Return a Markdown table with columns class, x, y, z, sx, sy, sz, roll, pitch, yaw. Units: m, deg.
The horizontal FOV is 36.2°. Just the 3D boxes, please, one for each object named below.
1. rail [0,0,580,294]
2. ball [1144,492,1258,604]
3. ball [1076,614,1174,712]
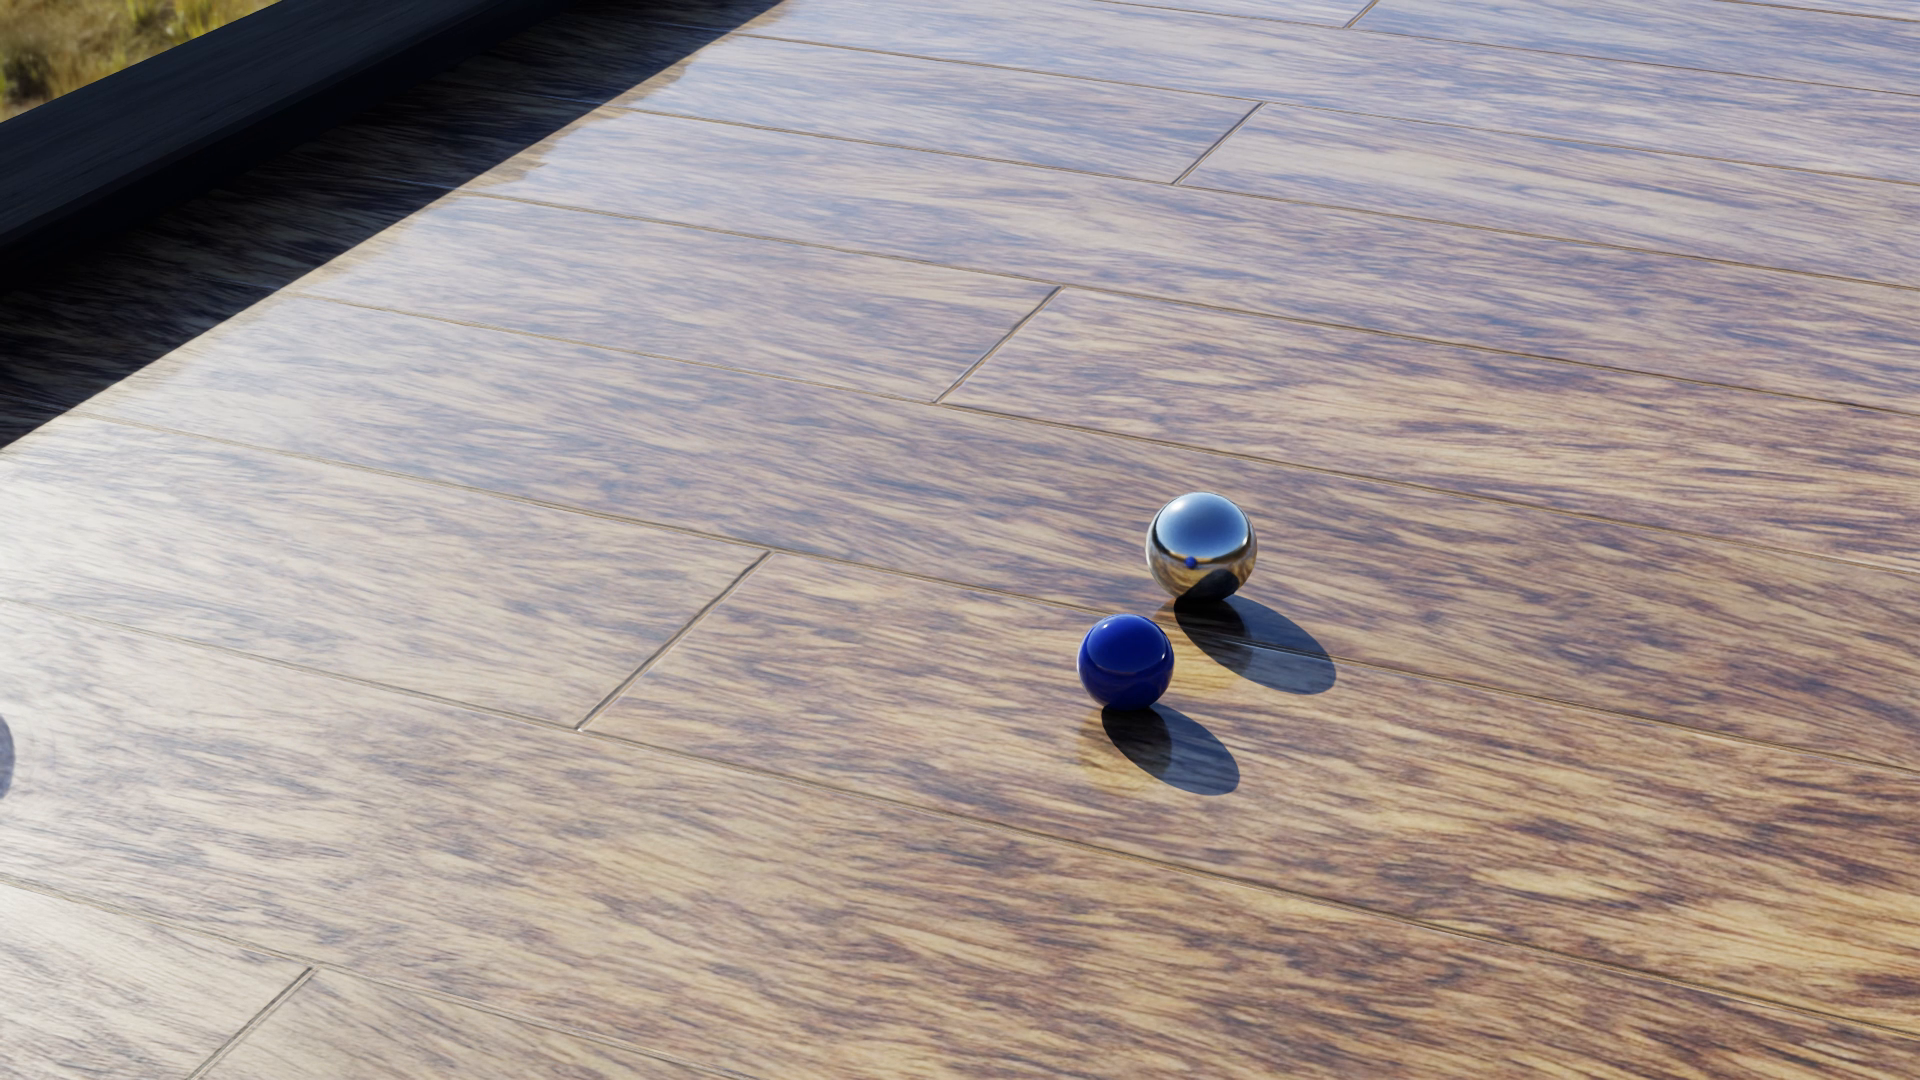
| class | x | y | z | sx | sy | sz | roll | pitch | yaw |
| --- | --- | --- | --- | --- | --- | --- | --- | --- | --- |
| rail | -0.446 | -0.515 | 2.768 | 0.045 | 0.128 | 3.342 | 11 | 28 | 21 |
| ball | 0.146 | 0.005 | 1.785 | 0.068 | 0.068 | 0.068 | 0 | 26 | 0 |
| ball | 0.094 | 0.069 | 1.668 | 0.056 | 0.056 | 0.056 | 0 | 26 | 0 |
